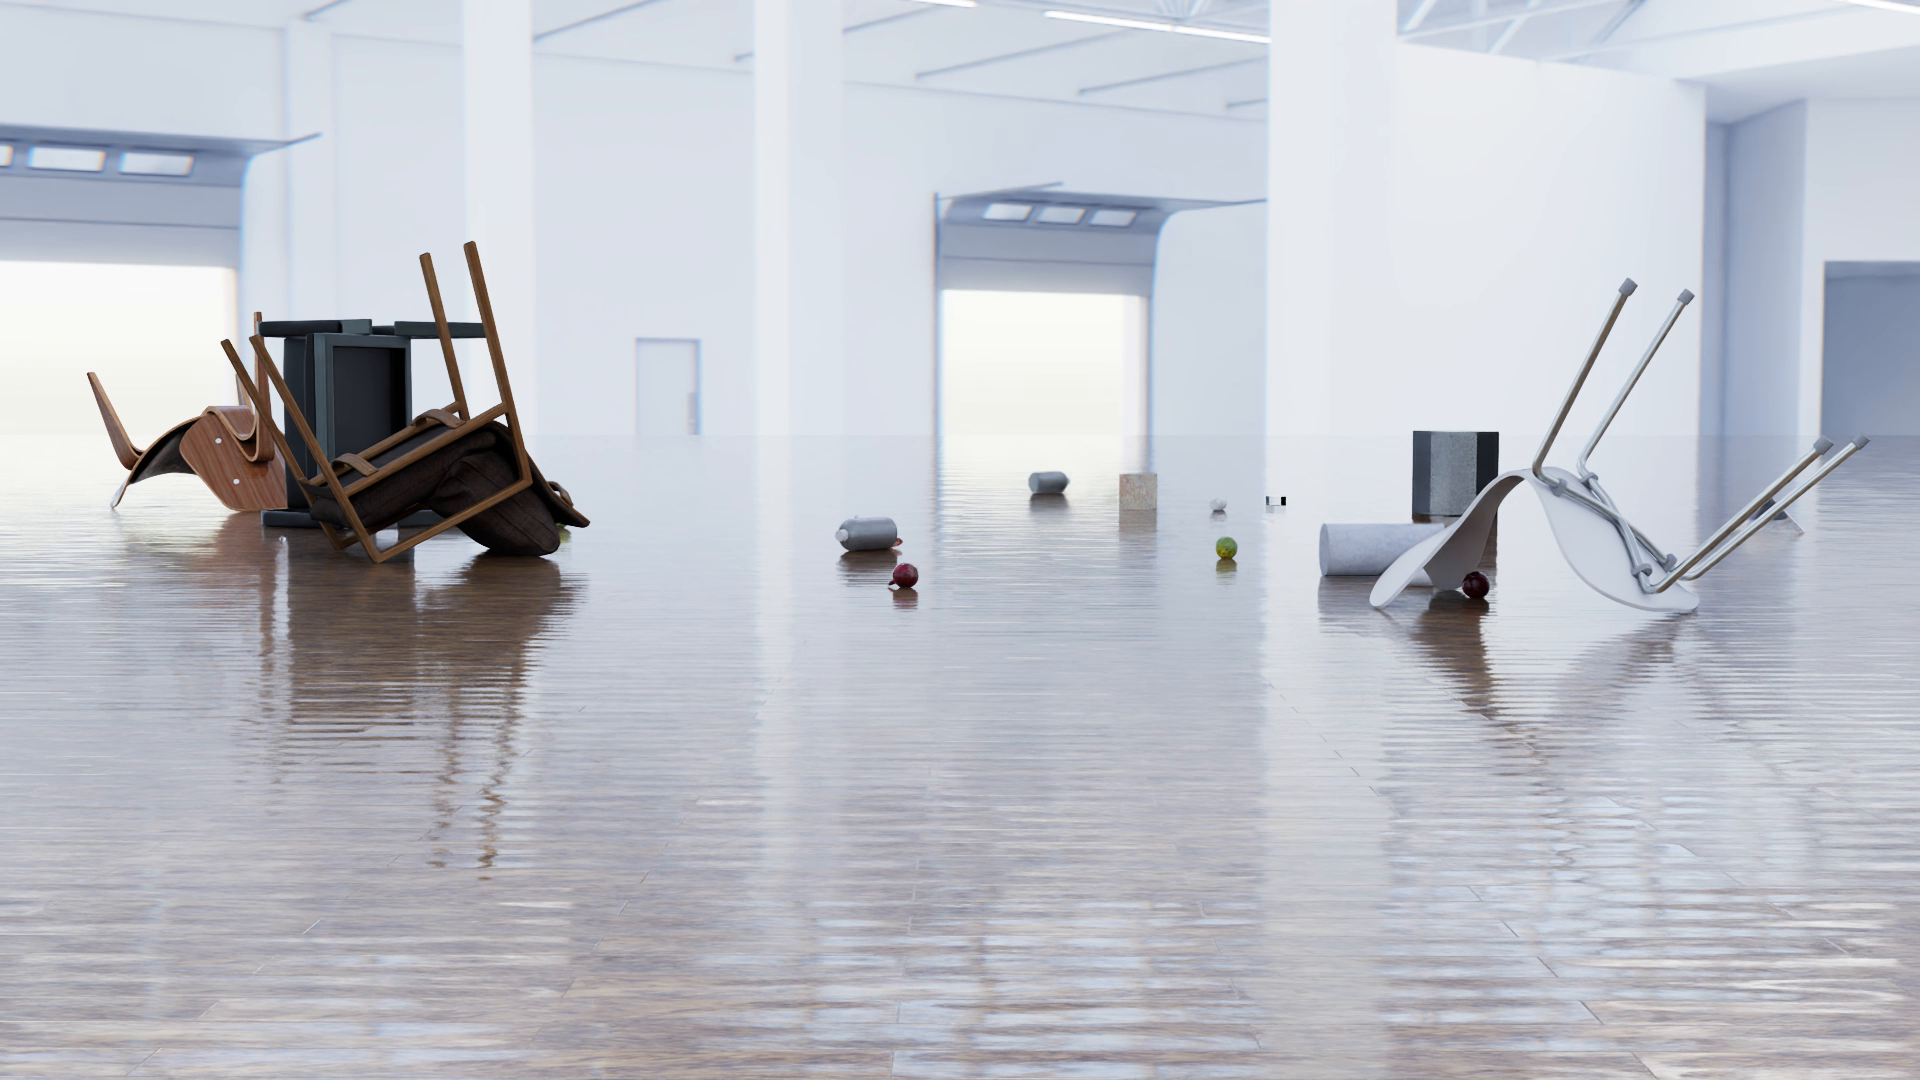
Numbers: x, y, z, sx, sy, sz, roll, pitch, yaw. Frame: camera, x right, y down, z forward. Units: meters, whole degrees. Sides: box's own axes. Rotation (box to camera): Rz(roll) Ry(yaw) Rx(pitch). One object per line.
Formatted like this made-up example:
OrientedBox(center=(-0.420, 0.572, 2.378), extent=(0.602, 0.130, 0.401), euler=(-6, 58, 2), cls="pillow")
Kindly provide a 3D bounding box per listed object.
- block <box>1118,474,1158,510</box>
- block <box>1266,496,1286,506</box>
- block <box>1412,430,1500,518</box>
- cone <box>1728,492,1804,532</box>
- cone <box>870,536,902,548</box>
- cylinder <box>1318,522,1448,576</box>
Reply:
OrientedBox(center=(0.669, -0.183, 8.257), extent=(0.113, 0.130, 0.092), euler=(3, 5, 34), cls="block")
OrientedBox(center=(1.220, -0.152, 8.497), extent=(0.049, 0.036, 0.080), euler=(-1, 4, -16), cls="block")
OrientedBox(center=(1.765, -0.239, 7.842), extent=(0.197, 0.300, 0.255), euler=(-1, 4, -19), cls="block")
OrientedBox(center=(2.568, -0.093, 7.007), extent=(0.148, 0.123, 0.272), euler=(-3, 5, -36), cls="cone")
OrientedBox(center=(-0.210, 0.012, 6.255), extent=(0.094, 0.034, 0.052), euler=(-1, -14, -4), cls="cone")
OrientedBox(center=(1.014, 0.022, 5.277), extent=(0.282, 0.132, 0.128), euler=(0, 44, -2), cls="cylinder")
